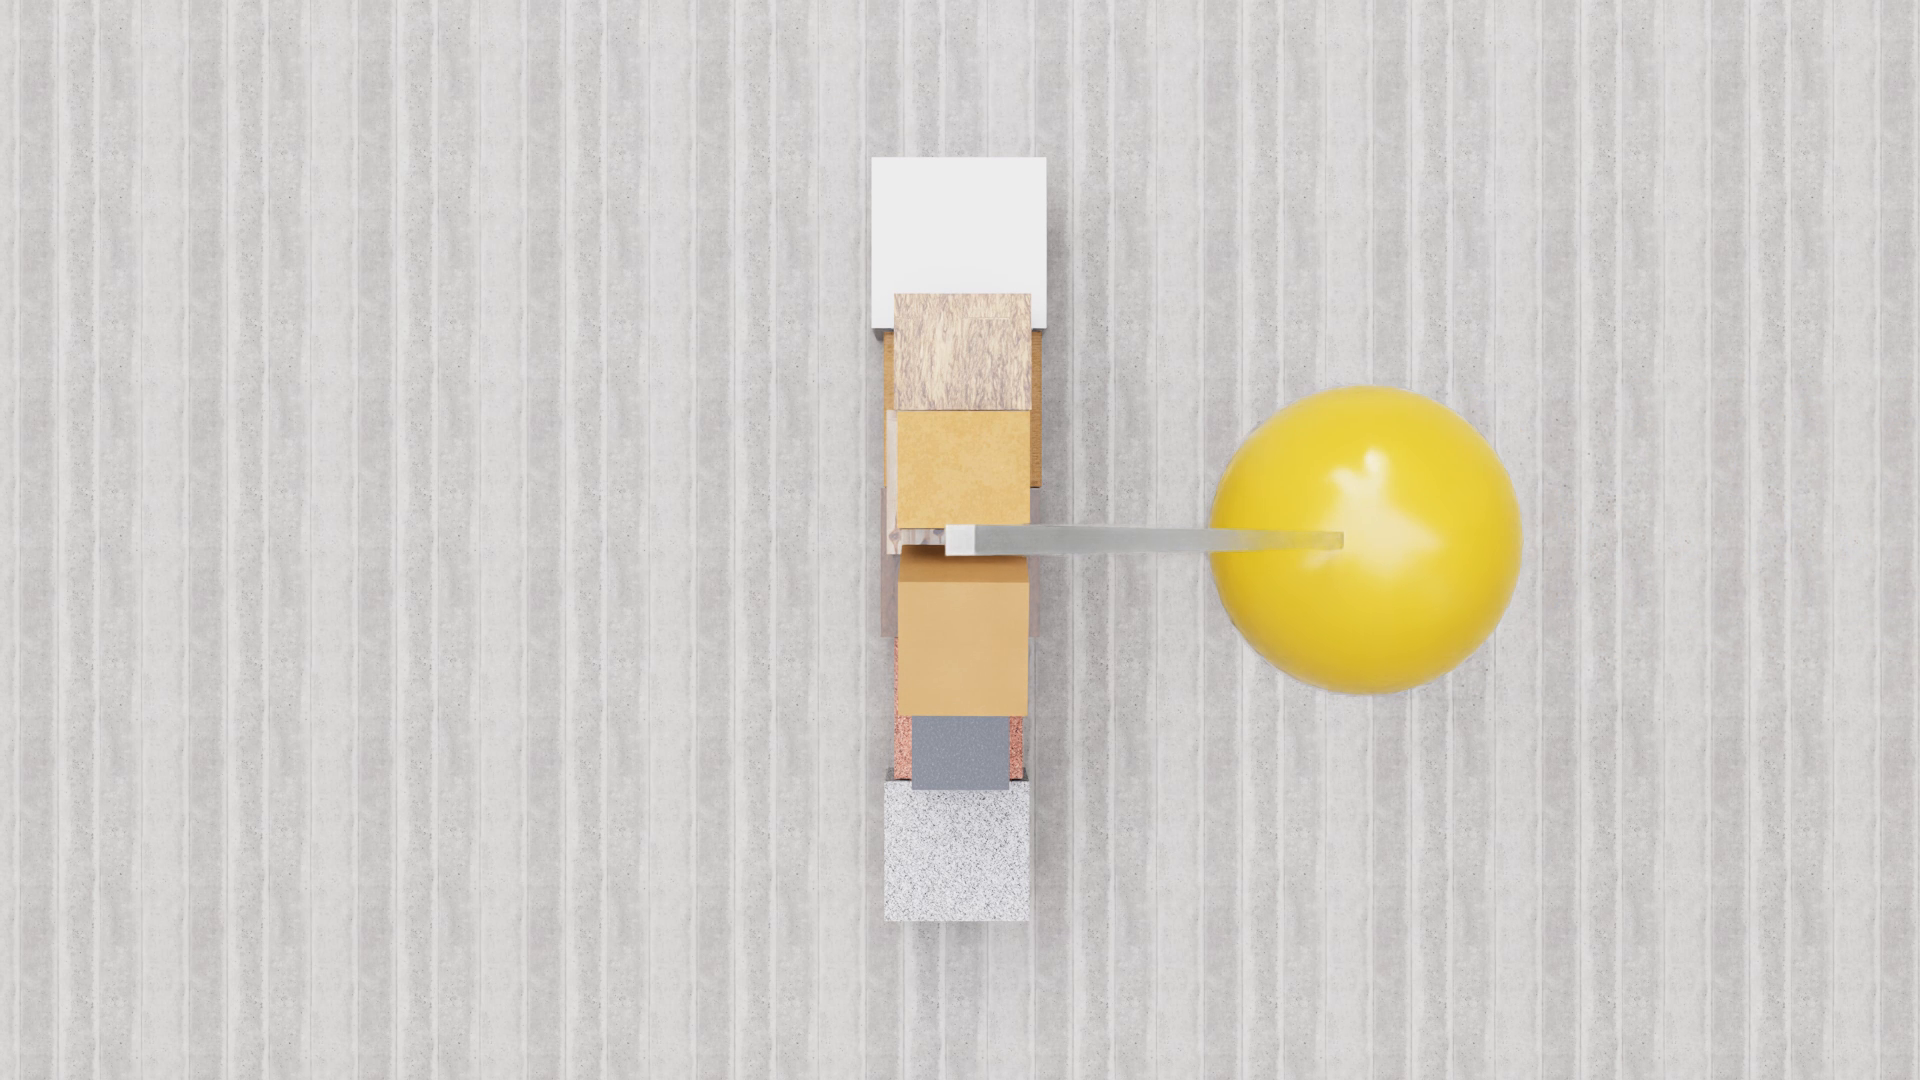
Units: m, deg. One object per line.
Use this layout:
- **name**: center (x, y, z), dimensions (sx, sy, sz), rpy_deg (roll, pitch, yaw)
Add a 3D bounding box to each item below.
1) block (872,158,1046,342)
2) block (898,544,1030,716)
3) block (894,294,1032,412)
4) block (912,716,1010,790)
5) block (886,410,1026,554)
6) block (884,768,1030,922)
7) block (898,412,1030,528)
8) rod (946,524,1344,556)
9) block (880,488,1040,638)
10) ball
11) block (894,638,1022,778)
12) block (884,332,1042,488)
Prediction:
- **block**: center (-0.006, -1.649, 12.597), dimensions (0.968, 0.806, 0.945), rpy_deg (0, 90, 0)
- **block**: center (0.016, 0.451, 11.230), dimensions (0.644, 0.728, 0.691), rpy_deg (0, 105, 0)
- **block**: center (0.014, -0.987, 11.825), dimensions (0.716, 0.743, 0.605), rpy_deg (0, 91, 0)
- **block**: center (0.003, 1.078, 12.032), dimensions (0.522, 0.543, 0.520), rpy_deg (0, 90, 0)
- **block**: center (-0.016, -0.304, 11.860), dimensions (0.733, 0.704, 0.753), rpy_deg (0, 90, 0)
- **block**: center (-0.017, 1.733, 12.619), dimensions (0.806, 0.763, 0.777), rpy_deg (0, 90, 0)
- **block**: center (0.018, -0.350, 11.242), dimensions (0.662, 0.532, 0.583), rpy_deg (0, 90, 0)
- **rod**: center (0.899, 0.000, 8.108), dimensions (0.080, 5.200, 0.080), rpy_deg (0, 90, 20)
- **block**: center (0.001, 0.125, 12.606), dimensions (0.883, 0.788, 0.828), rpy_deg (0, 90, 0)
- **ball**: center (2.074, 0.000, 11.298), dimensions (1.600, 1.600, 1.600), rpy_deg (0, 90, 0)
- **block**: center (-0.008, 0.942, 12.652), dimensions (0.717, 0.697, 0.785), rpy_deg (0, 90, 0)
- **block**: center (0.014, -0.733, 12.651), dimensions (0.883, 0.697, 0.867), rpy_deg (0, 90, 0)
